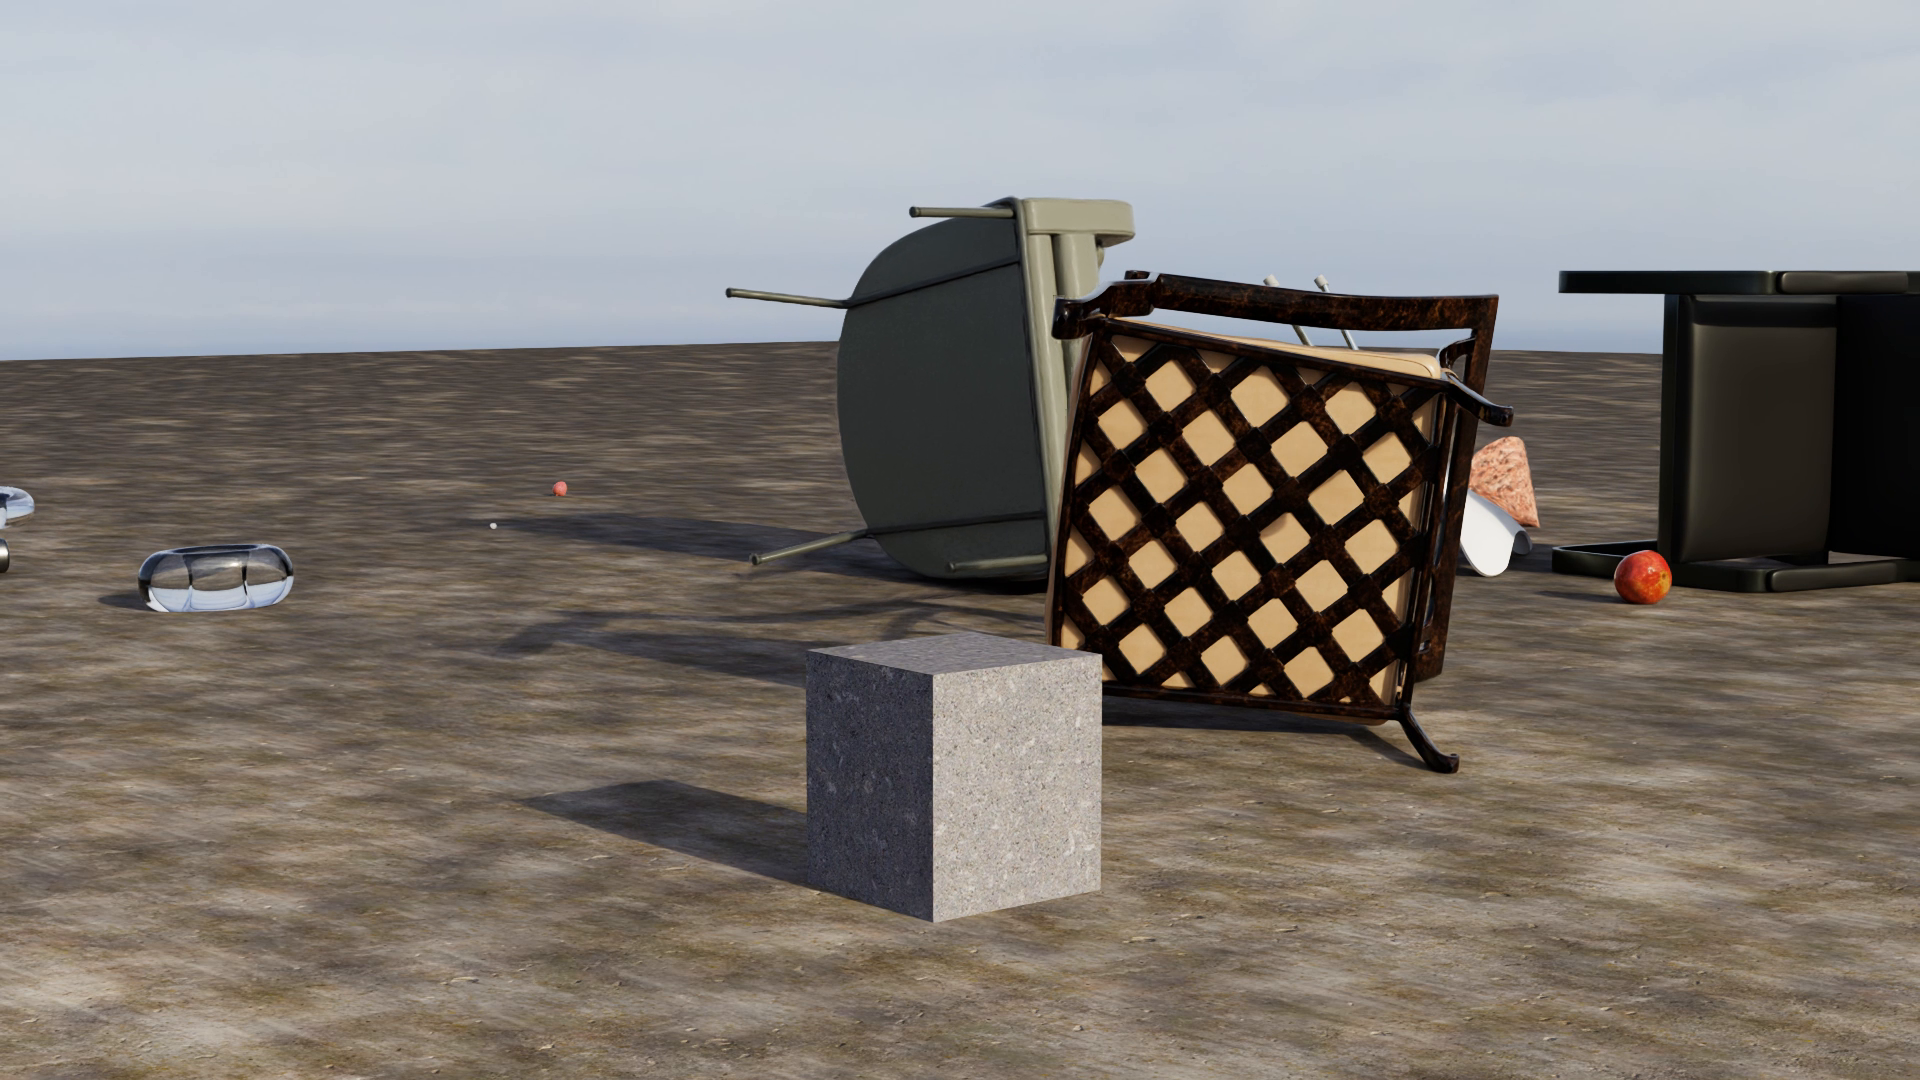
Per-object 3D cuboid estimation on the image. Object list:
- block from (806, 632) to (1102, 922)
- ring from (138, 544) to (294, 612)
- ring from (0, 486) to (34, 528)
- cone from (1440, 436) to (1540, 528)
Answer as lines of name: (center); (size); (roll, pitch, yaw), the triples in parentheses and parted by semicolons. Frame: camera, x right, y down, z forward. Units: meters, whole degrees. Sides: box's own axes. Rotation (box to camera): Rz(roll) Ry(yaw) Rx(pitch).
block: (-0.007, 0.247, 2.763); (0.229, 0.256, 0.223); (-5, 8, -38)
ring: (-1.479, 0.076, 5.103); (0.302, 0.119, 0.143); (-4, 9, -23)
ring: (-2.606, -0.082, 6.729); (0.299, 0.101, 0.381); (3, 6, 23)
cone: (1.459, -0.098, 6.794); (0.297, 0.256, 0.220); (-34, 53, -13)
